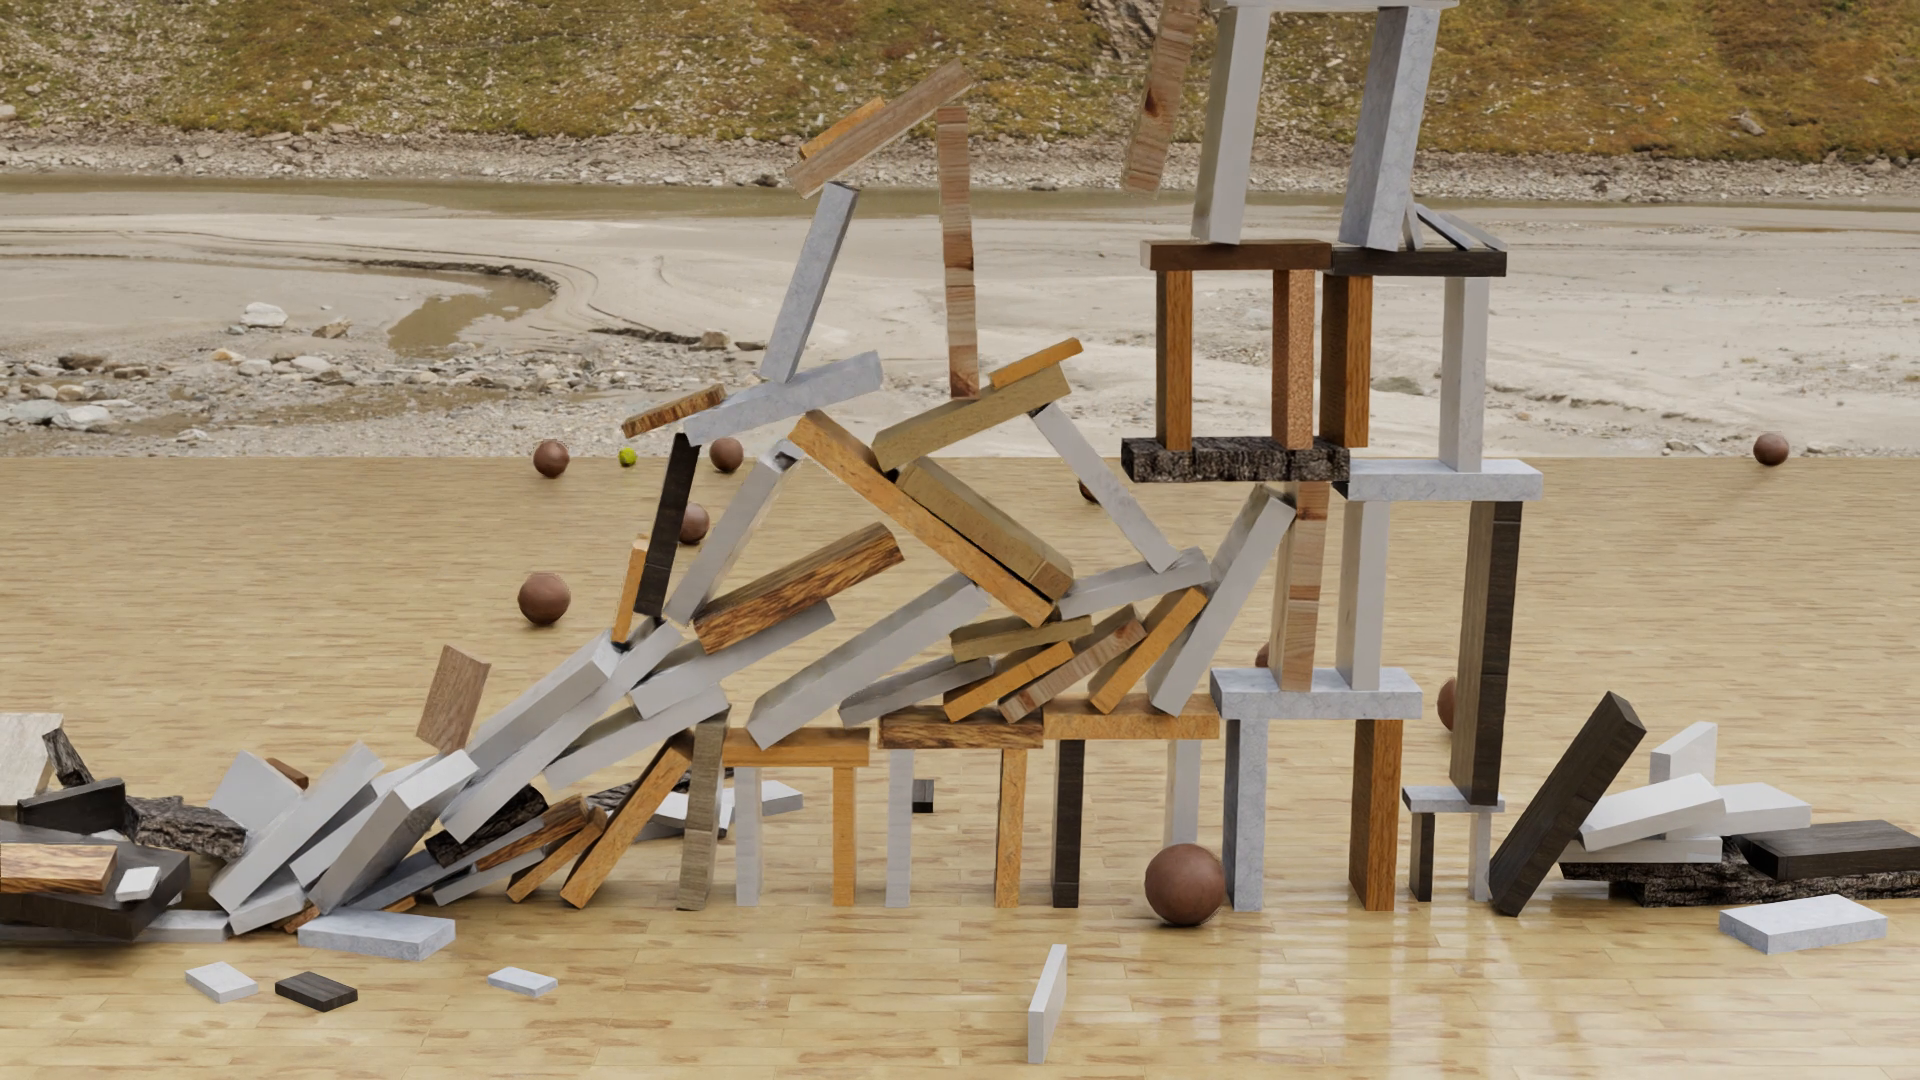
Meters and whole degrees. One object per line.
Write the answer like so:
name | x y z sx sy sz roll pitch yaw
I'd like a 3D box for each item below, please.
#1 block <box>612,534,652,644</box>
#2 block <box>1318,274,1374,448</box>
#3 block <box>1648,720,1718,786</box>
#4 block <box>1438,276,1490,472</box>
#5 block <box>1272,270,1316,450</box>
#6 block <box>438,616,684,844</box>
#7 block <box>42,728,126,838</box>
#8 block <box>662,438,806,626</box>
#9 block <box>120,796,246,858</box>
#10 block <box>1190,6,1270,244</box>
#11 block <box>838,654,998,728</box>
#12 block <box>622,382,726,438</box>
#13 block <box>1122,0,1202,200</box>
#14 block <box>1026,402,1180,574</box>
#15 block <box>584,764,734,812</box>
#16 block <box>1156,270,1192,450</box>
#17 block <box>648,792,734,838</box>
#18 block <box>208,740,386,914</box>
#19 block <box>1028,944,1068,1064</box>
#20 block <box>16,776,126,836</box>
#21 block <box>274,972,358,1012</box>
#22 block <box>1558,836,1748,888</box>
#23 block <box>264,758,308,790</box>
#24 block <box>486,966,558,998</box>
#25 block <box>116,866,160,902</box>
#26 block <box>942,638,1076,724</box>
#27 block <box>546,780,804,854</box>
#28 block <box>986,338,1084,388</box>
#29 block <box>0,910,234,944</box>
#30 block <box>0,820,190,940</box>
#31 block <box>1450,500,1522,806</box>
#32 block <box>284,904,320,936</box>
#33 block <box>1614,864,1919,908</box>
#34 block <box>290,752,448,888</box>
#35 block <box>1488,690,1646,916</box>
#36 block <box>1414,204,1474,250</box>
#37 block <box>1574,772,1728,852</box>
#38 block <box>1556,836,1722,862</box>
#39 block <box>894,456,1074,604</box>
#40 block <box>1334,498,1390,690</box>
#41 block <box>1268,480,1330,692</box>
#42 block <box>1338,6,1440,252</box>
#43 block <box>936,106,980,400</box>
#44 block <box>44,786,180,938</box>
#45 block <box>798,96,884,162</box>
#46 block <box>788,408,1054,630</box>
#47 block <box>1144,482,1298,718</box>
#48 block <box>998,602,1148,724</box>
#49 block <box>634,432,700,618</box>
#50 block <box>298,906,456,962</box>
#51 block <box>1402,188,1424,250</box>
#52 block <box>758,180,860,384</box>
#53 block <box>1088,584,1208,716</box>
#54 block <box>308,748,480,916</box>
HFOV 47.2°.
block | -0.533 0.078 3.571 0.023 0.162 0.081 14 16 -7
block | 0.615 -0.290 3.508 0.038 0.270 0.135 -2 11 -8
block | 1.360 0.435 4.137 0.038 0.133 0.266 8 13 36
block | 0.803 -0.270 3.512 0.038 0.307 0.135 0 11 -1
block | 0.529 -0.293 3.499 0.040 0.281 0.140 -1 11 -2
block | -0.651 0.302 3.568 0.477 0.042 0.148 -43 14 -13
block | -1.493 0.441 3.767 0.033 0.236 0.118 -28 45 -17
block | -0.367 -0.014 3.573 0.044 0.310 0.155 34 19 0
block | -1.302 0.475 3.661 0.165 0.047 0.341 13 -7 -26
block | 0.421 -0.646 3.434 0.050 0.354 0.177 6 10 -3
block | -0.068 0.237 3.638 0.264 0.032 0.114 -21 9 8
block | -0.457 -0.207 3.517 0.162 0.023 0.081 -20 12 5
block | 0.319 -0.721 3.431 0.049 0.357 0.173 12 14 -1
block | 0.226 -0.093 3.536 0.046 0.321 0.161 -39 9 3
block | -0.570 0.473 4.236 0.083 0.024 0.517 7 13 35
block | 0.340 -0.291 3.493 0.040 0.281 0.140 -1 11 -1
block | -0.489 0.494 3.979 0.147 0.021 0.073 13 29 -4
block | -1.084 0.464 3.593 0.330 0.047 0.165 -45 12 -15
block | 0.125 0.654 3.116 0.021 0.076 0.254 2 11 10
block | -1.441 0.443 3.565 0.166 0.083 0.024 -13 34 -44
block | -0.946 0.663 3.230 0.118 0.017 0.059 8 13 37
block | 1.147 0.529 3.663 0.289 0.041 0.144 1 11 8
block | -1.261 0.466 4.111 0.023 0.082 0.164 -6 12 -39
block | -0.651 0.657 3.270 0.096 0.014 0.048 7 12 32
block | -1.243 0.520 3.327 0.048 0.014 0.096 -5 13 -10
block | 0.079 0.218 3.599 0.228 0.032 0.114 -29 9 6
block | -0.556 0.511 4.012 0.563 0.030 0.107 -7 13 -34
block | 0.119 -0.283 3.515 0.151 0.021 0.076 -23 8 -2
block | -1.357 0.611 3.490 0.406 0.023 0.082 0 11 2
block | -1.401 0.522 3.404 0.355 0.050 0.177 9 23 7
block | 0.857 0.171 3.593 0.044 0.500 0.154 2 10 -1
block | -1.032 0.592 3.528 0.059 0.017 0.118 -33 3 14
block | 1.614 0.560 3.718 1.008 0.041 0.144 -1 11 -6
block | -0.931 0.461 3.596 0.307 0.043 0.153 -37 -13 -3
block | 0.977 0.427 3.566 0.038 0.373 0.133 28 17 -5
block | 0.759 -0.495 3.470 0.105 0.015 0.053 34 6 -9
block | 1.107 0.440 3.563 0.230 0.033 0.115 -15 14 3
block | 1.102 0.493 3.638 0.271 0.038 0.135 0 11 0
block | 0.040 -0.026 3.549 0.321 0.046 0.161 36 9 -5
block | 0.653 0.076 3.574 0.044 0.308 0.154 1 11 -1
block | 0.549 0.060 3.571 0.048 0.340 0.170 4 11 0
block | 0.670 -0.642 3.447 0.050 0.366 0.177 8 10 -6
block | -0.003 -0.454 3.475 0.045 0.451 0.158 -3 9 0
block | -1.571 0.471 3.646 0.695 0.050 0.177 21 23 34
block | -0.186 -0.642 3.442 0.147 0.021 0.073 -34 8 -4
block | -0.059 -0.040 3.541 0.499 0.044 0.155 38 9 -5
block | 0.420 0.093 3.575 0.048 0.383 0.170 28 10 -4
block | 0.182 0.201 3.593 0.266 0.035 0.124 -33 8 7
block | -0.480 -0.023 3.605 0.042 0.297 0.148 13 -3 -9
block | -0.914 0.616 3.446 0.214 0.030 0.107 3 11 17
block | 0.705 -0.511 3.463 0.015 0.105 0.053 -16 11 -1
block | -0.237 -0.409 3.477 0.045 0.316 0.158 20 10 -2
block | 0.304 0.168 3.580 0.035 0.247 0.124 40 9 -6
block | -0.890 0.459 3.447 0.322 0.043 0.153 -46 -7 35
